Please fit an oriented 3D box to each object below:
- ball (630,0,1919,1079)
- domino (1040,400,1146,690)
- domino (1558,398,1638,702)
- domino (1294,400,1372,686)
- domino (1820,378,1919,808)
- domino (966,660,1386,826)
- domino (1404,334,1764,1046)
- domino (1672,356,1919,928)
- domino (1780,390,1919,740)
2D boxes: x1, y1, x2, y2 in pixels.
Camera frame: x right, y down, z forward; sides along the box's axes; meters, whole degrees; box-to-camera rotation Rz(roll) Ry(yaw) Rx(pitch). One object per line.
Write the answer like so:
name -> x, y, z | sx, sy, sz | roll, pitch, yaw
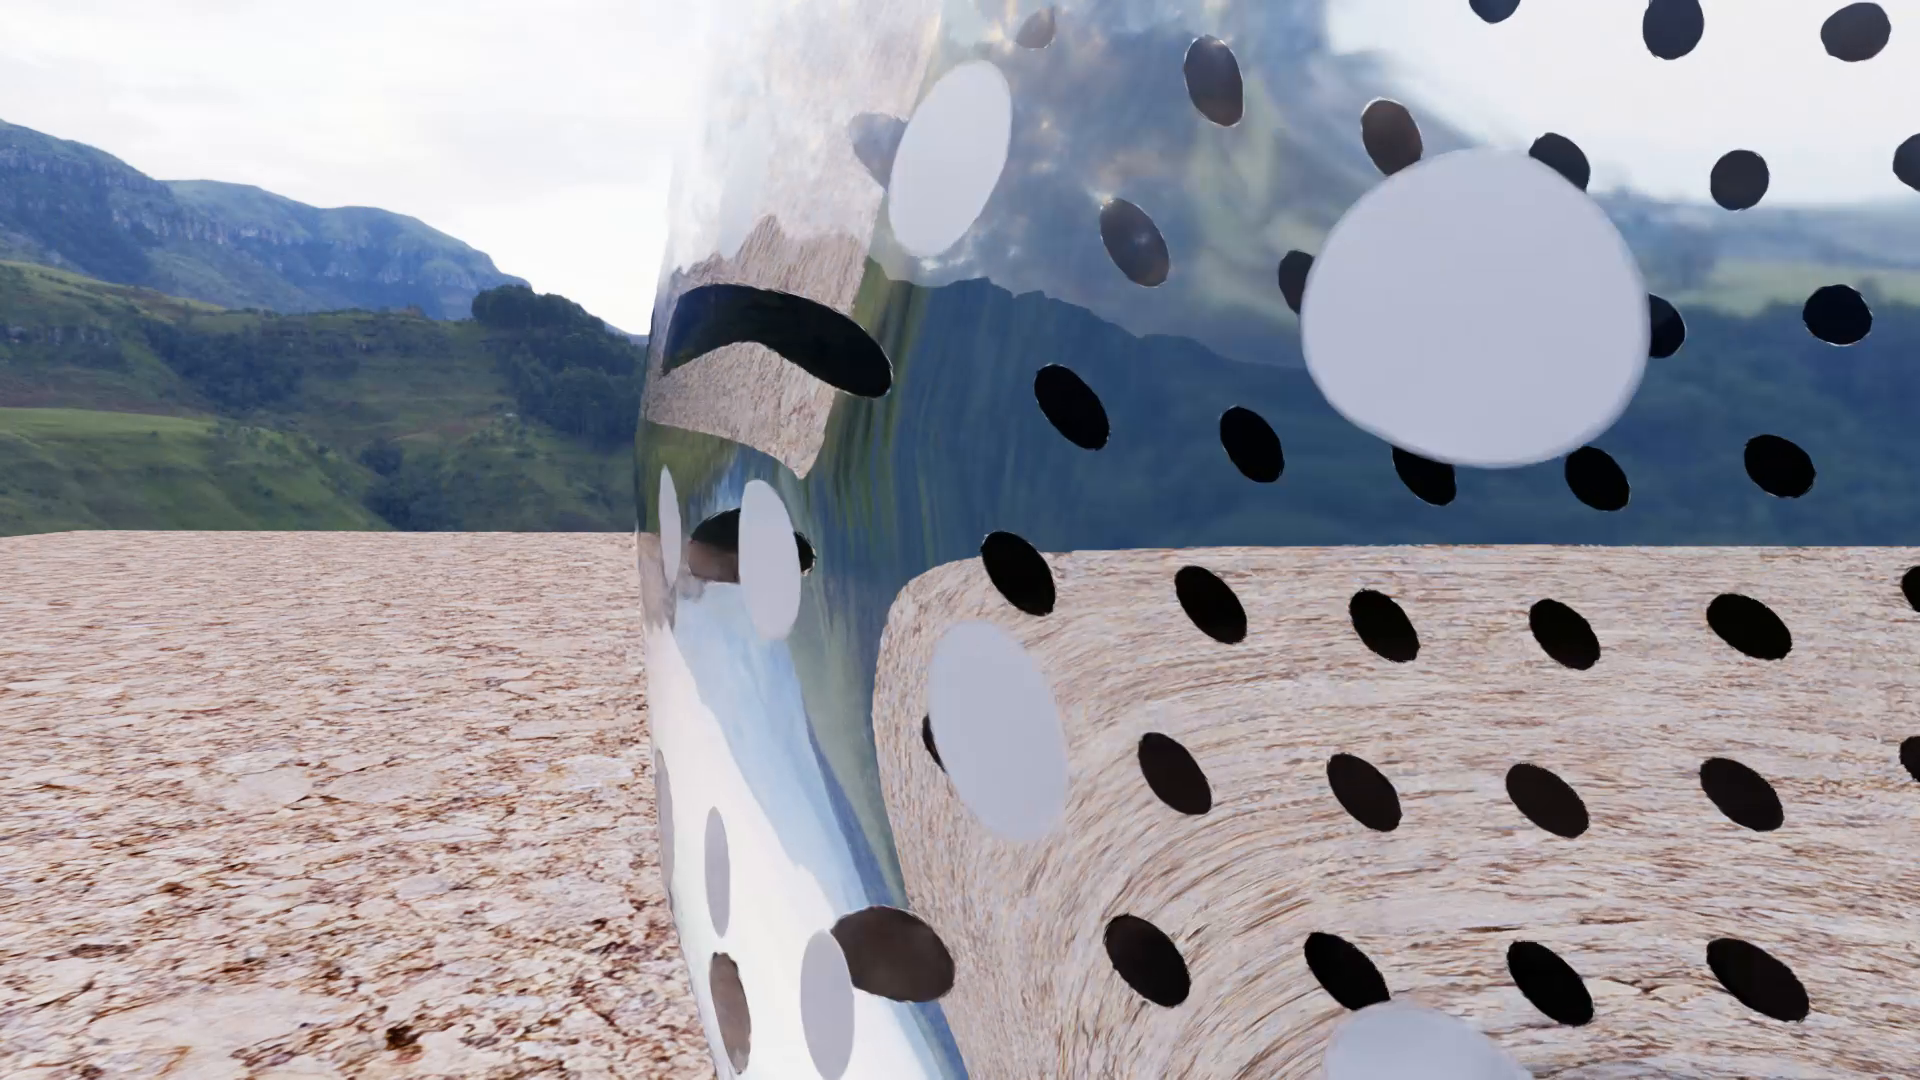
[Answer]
ball -> 0.032, 0.000, 0.036 | 0.080, 0.080, 0.080 | 0, 4, 0
domino -> 0.024, 0.000, 0.234 | 0.010, 0.050, 0.025 | -1, 5, -18
domino -> 0.111, 0.001, 0.222 | 0.009, 0.050, 0.025 | 2, 5, 29
domino -> 0.068, 0.000, 0.236 | 0.009, 0.050, 0.025 | 1, 4, 8
domino -> 0.117, 0.006, 0.150 | 0.025, 0.050, 0.009 | 4, 6, 45
domino -> 0.027, 0.025, 0.169 | 0.025, 0.009, 0.050 | -4, 6, -42
domino -> 0.048, 0.010, 0.098 | 0.025, 0.050, 0.009 | -2, 5, -25
domino -> 0.083, 0.009, 0.121 | 0.010, 0.050, 0.025 | -3, 5, -36
domino -> 0.137, 0.003, 0.189 | 0.025, 0.050, 0.010 | 0, 4, -3
